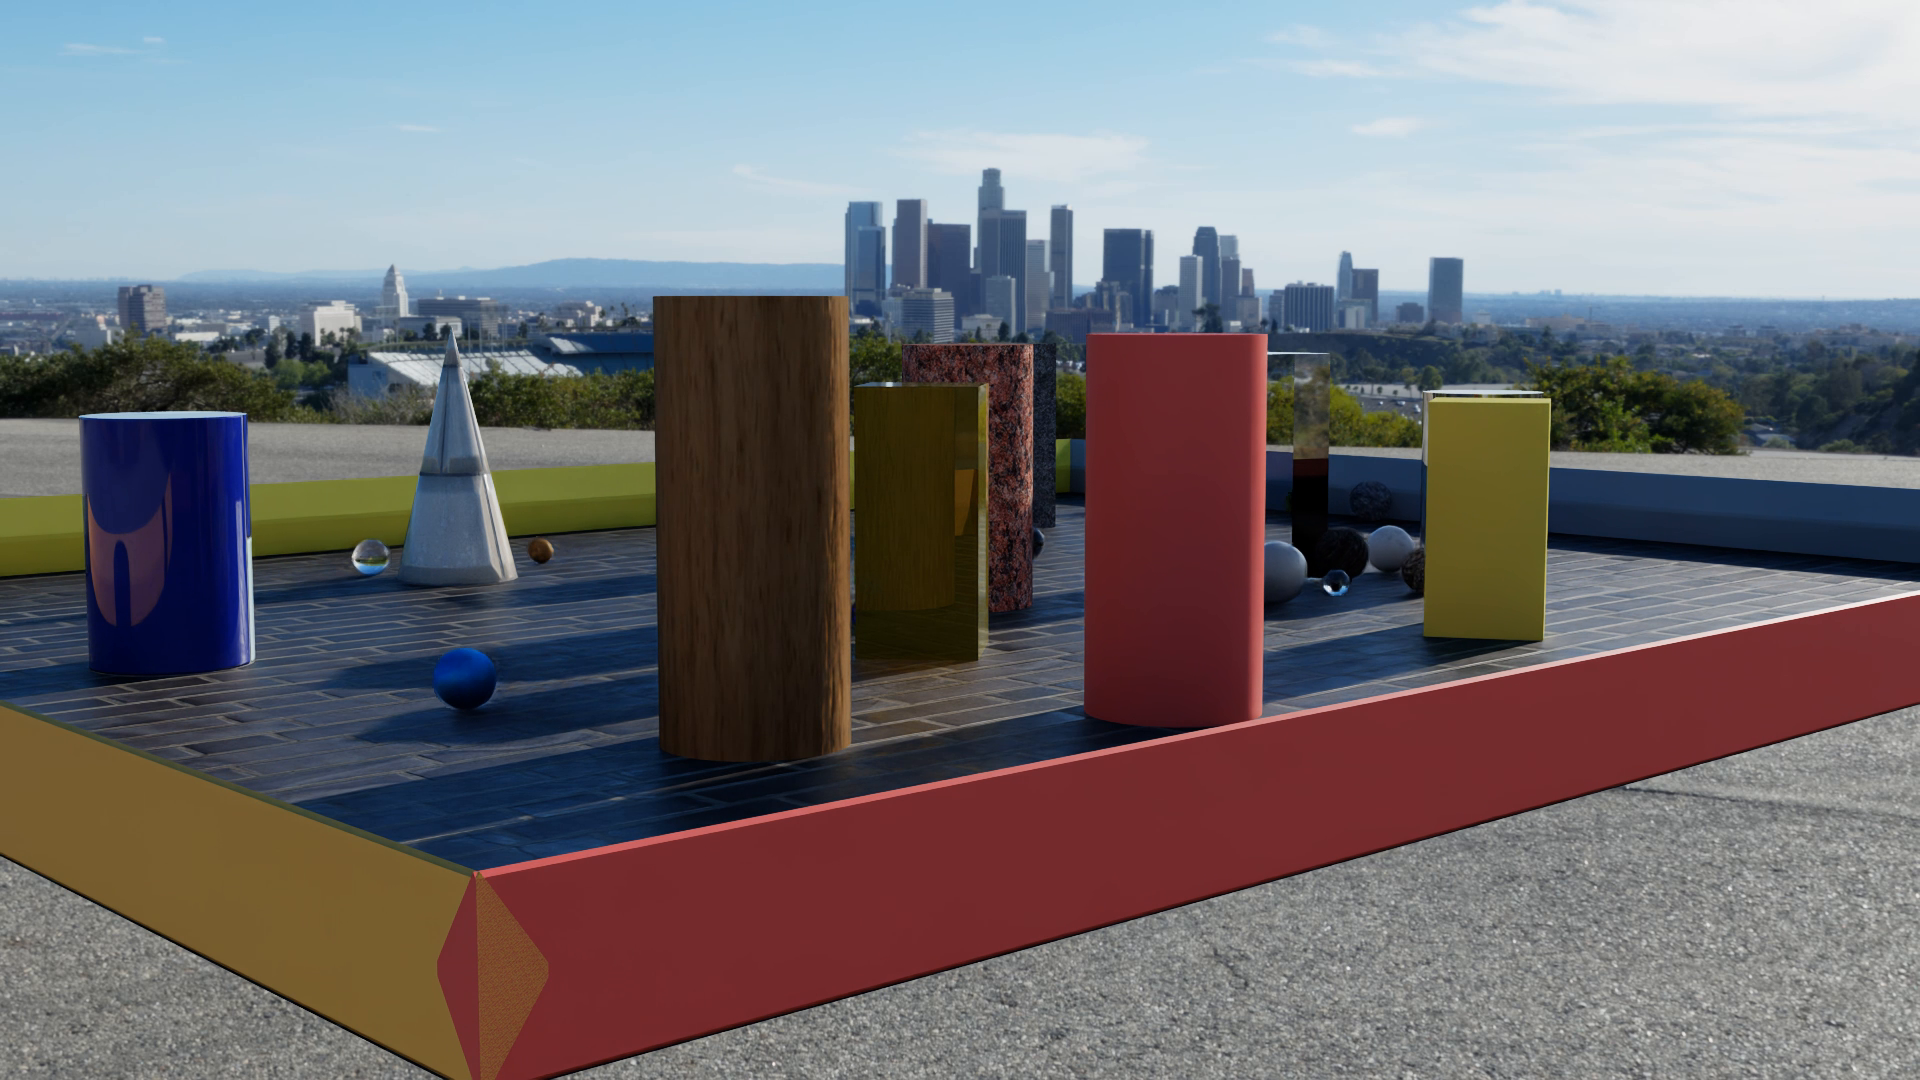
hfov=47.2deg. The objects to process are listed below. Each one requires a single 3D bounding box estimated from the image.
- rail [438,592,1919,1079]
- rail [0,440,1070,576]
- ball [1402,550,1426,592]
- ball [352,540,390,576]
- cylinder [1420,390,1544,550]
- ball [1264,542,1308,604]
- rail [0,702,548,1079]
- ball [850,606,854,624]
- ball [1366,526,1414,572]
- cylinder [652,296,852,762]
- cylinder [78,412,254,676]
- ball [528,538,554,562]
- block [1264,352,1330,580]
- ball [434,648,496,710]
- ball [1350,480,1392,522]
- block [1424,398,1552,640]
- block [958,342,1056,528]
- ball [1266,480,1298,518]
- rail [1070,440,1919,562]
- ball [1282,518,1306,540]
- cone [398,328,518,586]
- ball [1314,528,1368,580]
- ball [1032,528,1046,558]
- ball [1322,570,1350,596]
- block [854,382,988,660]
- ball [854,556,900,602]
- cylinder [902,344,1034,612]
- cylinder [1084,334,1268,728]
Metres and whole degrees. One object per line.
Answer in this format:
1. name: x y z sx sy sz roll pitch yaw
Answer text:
1. rail: 0.907 0.135 2.354 3.252 0.129 0.045 -5 8 -42
2. rail: -0.907 -0.068 4.310 3.252 0.129 0.045 -5 8 -42
3. ball: 0.736 0.049 3.492 0.068 0.068 0.068 0 6 0
4. ball: -0.992 0.030 3.703 0.061 0.061 0.061 0 6 0
5. cylinder: 0.882 -0.097 3.725 0.198 0.308 0.198 0 6 0
6. ball: 0.483 0.050 3.348 0.095 0.095 0.095 0 6 0
7. rail: -1.178 0.146 2.251 0.045 0.129 2.723 -5 8 -42
8. ball: -0.128 0.103 3.058 0.049 0.049 0.049 0 6 0
9. ball: 0.731 0.016 3.746 0.080 0.080 0.080 0 6 0
10. cylinder: -0.212 -0.019 2.252 0.198 0.459 0.198 0 6 0
11. cylinder: -0.996 0.000 2.766 0.198 0.315 0.198 0 6 0
12. ball: -0.742 0.019 3.892 0.043 0.043 0.043 0 6 0
13. block: 0.502 -0.124 3.673 0.159 0.374 0.159 -4 7 -34
14. ball: -0.553 0.156 2.460 0.069 0.069 0.069 0 6 0
15. ball: 0.868 -0.083 4.656 0.087 0.087 0.087 0 6 0
16. block: 0.734 -0.033 3.054 0.159 0.321 0.159 2 6 16
17. block: 0.085 -0.215 4.527 0.159 0.378 0.159 -5 8 -39
18. ball: 0.688 -0.088 4.739 0.082 0.082 0.082 0 6 0
19. rail: 1.178 -0.079 4.412 0.045 0.129 2.723 -5 8 -42
20. ball: 0.648 -0.021 4.265 0.046 0.046 0.046 0 6 0
21. cone: -0.839 -0.146 3.651 0.198 0.421 0.198 0 6 0
22. ball: 0.627 0.024 3.624 0.089 0.089 0.089 0 6 0
23. ball: 0.123 0.005 3.951 0.059 0.059 0.059 0 6 0
24. ball: 0.589 0.067 3.442 0.042 0.042 0.042 0 6 0
25. block: -0.048 -0.028 2.874 0.159 0.349 0.159 1 6 5
26. ball: -0.126 0.060 3.355 0.073 0.073 0.073 0 6 0
27. cylinder: 0.011 -0.098 3.330 0.198 0.394 0.198 0 6 0
28. cylinder: 0.238 -0.018 2.434 0.198 0.419 0.198 0 6 0
